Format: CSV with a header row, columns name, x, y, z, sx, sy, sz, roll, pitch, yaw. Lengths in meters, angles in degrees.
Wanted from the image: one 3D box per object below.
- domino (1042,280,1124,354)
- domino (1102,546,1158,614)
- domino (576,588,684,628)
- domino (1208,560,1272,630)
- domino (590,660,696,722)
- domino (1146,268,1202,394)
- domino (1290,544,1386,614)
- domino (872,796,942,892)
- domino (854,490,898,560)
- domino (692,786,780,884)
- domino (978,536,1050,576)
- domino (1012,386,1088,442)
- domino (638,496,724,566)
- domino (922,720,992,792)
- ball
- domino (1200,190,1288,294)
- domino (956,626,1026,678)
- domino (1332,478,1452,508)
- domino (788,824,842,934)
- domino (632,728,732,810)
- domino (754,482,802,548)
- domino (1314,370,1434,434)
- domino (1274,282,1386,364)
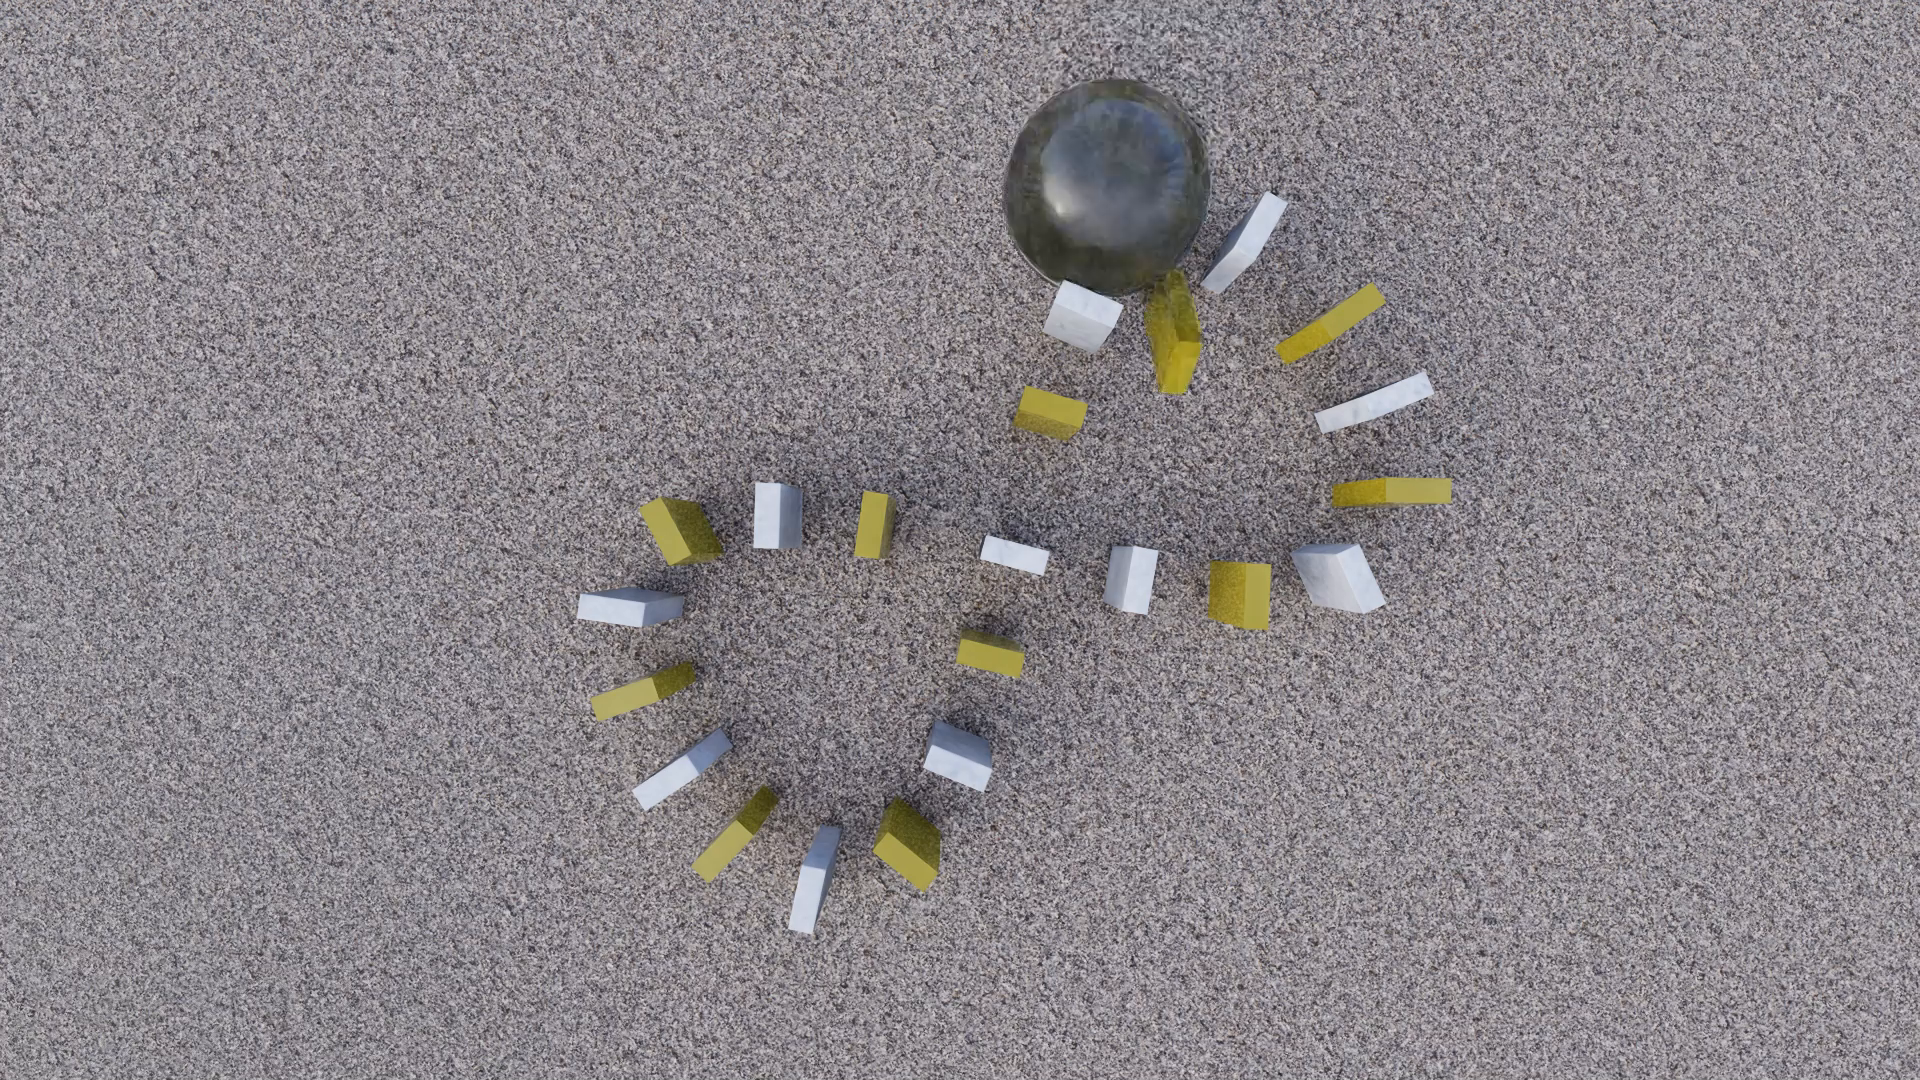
name,x,y,z,sx,sy,sz,roll,pitch,yaw
domino,0.049,-0.090,0.375,0.025,0.050,0.009,23,90,0
domino,0.069,0.016,0.375,0.010,0.050,0.025,10,90,0
domino,-0.133,0.027,0.375,0.025,0.050,0.010,8,90,0
domino,0.114,0.022,0.375,0.009,0.050,0.025,3,90,0
domino,-0.128,0.061,0.375,0.025,0.050,0.009,-19,90,0
domino,0.087,-0.086,0.374,0.009,0.025,0.050,4,49,-4
domino,0.153,0.015,0.375,0.009,0.050,0.025,-25,90,0
domino,-0.021,0.123,0.375,0.025,0.050,0.010,39,90,0
domino,-0.034,-0.006,0.375,0.009,0.050,0.025,9,90,0
domino,-0.091,0.119,0.375,0.009,0.050,0.025,44,90,0
domino,0.021,0.006,0.375,0.025,0.050,0.010,15,90,0
domino,0.036,-0.051,0.375,0.025,0.050,0.009,17,90,0
domino,-0.113,-0.003,0.375,0.009,0.050,0.025,-28,90,0
domino,-0.001,0.087,0.375,0.025,0.050,0.010,22,90,0
ball,0.057,-0.137,0.360,0.080,0.080,0.080,0,90,0
domino,0.115,-0.120,0.375,0.009,0.050,0.025,30,90,0
domino,0.012,0.045,0.375,0.025,0.050,0.009,14,90,0
domino,0.175,-0.019,0.375,0.025,0.050,0.009,1,90,0
domino,-0.058,0.137,0.375,0.009,0.050,0.025,12,90,0
domino,-0.112,0.093,0.375,0.025,0.050,0.009,-34,90,0
domino,-0.074,-0.009,0.375,0.010,0.050,0.025,2,90,0
domino,0.168,-0.055,0.375,0.025,0.050,0.009,-22,90,0
domino,0.150,-0.088,0.375,0.025,0.050,0.009,-35,90,0
